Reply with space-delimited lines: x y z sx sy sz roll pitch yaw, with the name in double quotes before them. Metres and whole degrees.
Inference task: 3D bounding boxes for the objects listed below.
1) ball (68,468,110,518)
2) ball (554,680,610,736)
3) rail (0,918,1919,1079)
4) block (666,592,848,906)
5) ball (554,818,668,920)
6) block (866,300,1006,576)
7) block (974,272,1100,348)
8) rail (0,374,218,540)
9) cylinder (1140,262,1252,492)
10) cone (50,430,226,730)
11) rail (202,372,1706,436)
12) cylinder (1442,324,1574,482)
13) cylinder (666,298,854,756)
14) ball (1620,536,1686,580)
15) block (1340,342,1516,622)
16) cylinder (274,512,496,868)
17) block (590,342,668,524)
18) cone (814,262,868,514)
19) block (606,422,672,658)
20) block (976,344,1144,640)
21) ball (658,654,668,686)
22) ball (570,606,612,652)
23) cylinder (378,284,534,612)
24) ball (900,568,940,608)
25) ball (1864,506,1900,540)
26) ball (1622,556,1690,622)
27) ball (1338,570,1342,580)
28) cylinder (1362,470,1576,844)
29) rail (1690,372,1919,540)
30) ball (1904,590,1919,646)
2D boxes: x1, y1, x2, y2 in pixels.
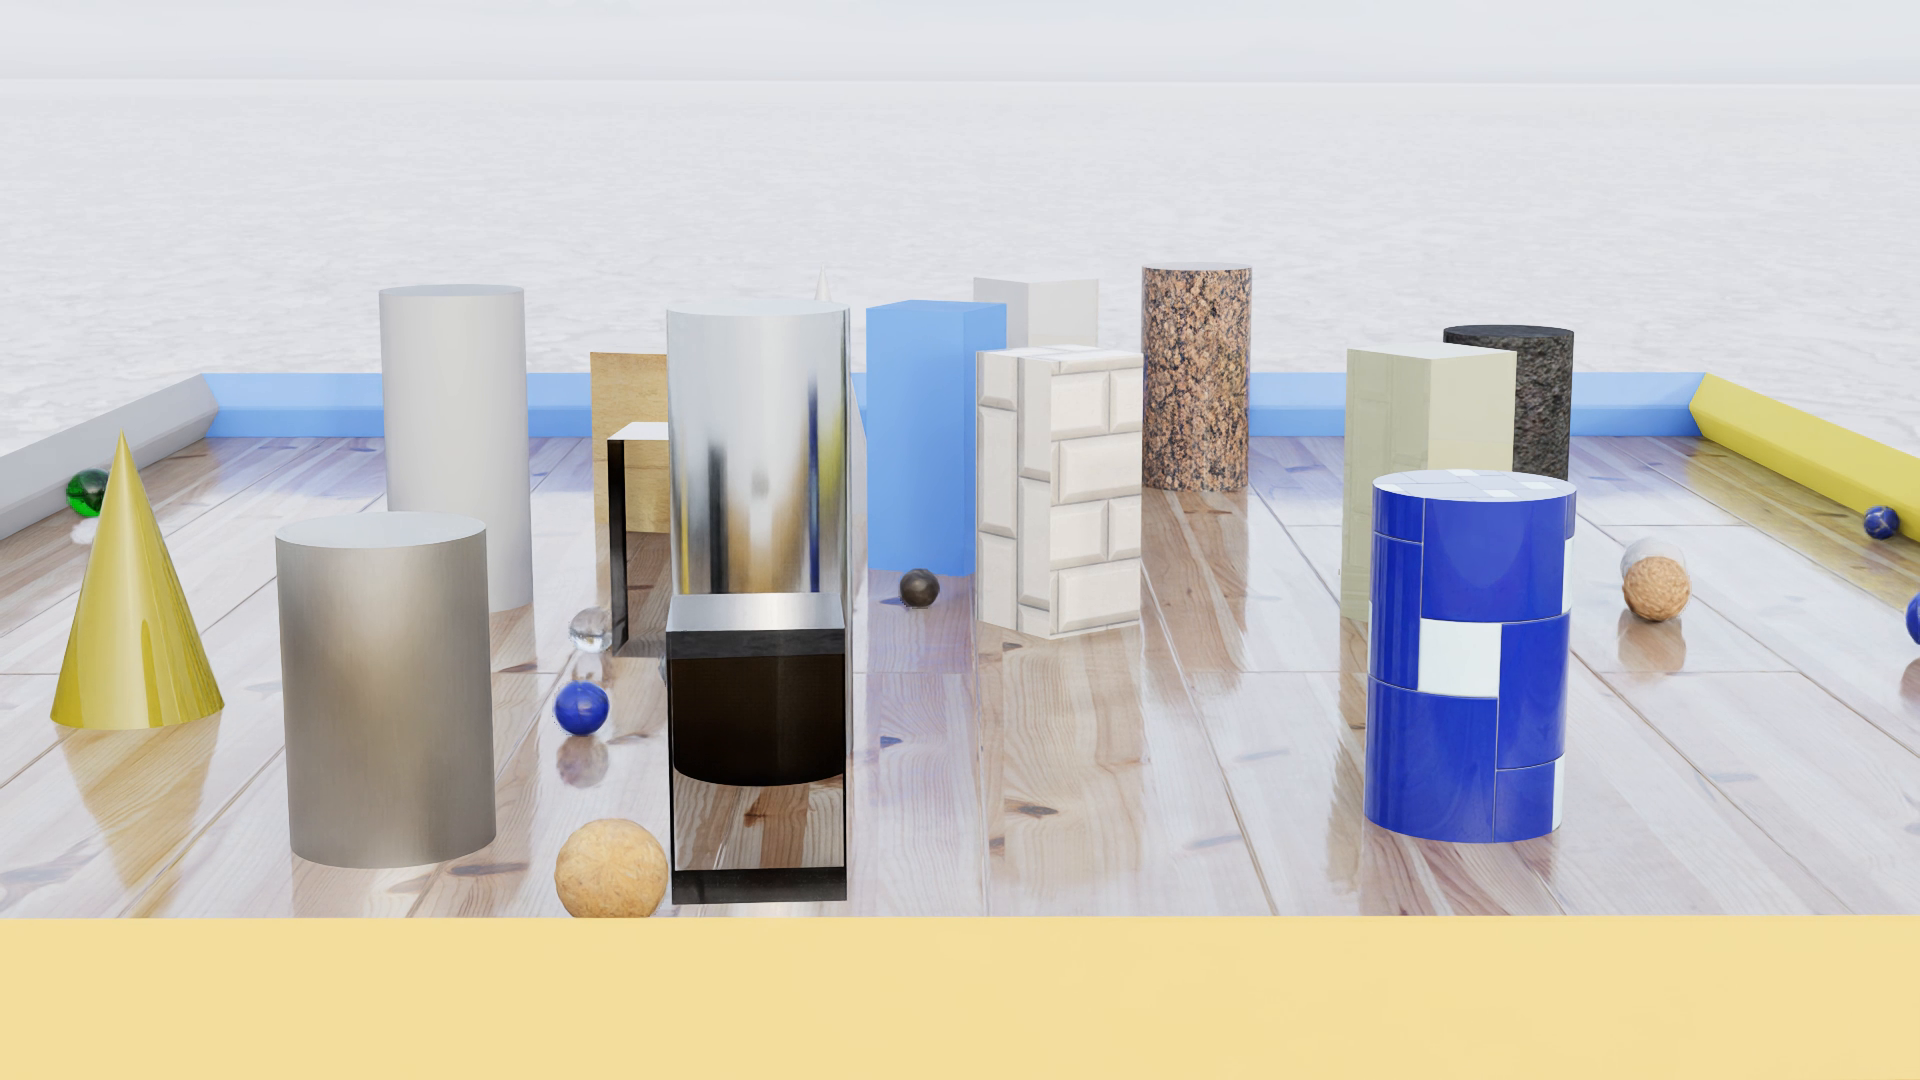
"ball" -1.404 -0.077 4.162 0.082 0.082 0.082 0 11 0
"ball" -0.415 0.184 2.815 0.061 0.061 0.061 0 11 0
"rail" 0.009 0.327 1.862 2.965 0.125 0.045 0 11 0
"block" -0.182 0.184 2.307 0.154 0.246 0.154 -1 11 -4
"ball" -0.296 0.284 2.179 0.096 0.096 0.096 0 11 0
"block" -0.033 -0.152 3.748 0.154 0.380 0.154 5 12 24
"block" 0.131 -0.273 4.442 0.154 0.363 0.154 -8 13 -36
"rail" -1.459 0.034 3.441 0.045 0.125 3.277 0 11 0
"cylinder" 0.410 -0.287 4.474 0.192 0.380 0.192 0 11 0
"cone" -0.939 0.033 2.903 0.192 0.324 0.192 0 11 0
"rail" -0.009 -0.263 5.037 2.965 0.125 0.045 0 11 0
"cylinder" 0.821 -0.150 3.871 0.192 0.331 0.192 0 11 0
"cylinder" -0.211 -0.010 2.721 0.192 0.475 0.192 0 11 0
"ball" 0.952 0.038 3.526 0.087 0.087 0.087 0 11 0
"block" 0.614 -0.072 3.374 0.154 0.358 0.154 -7 13 -34
"cylinder" -0.539 0.137 2.416 0.192 0.299 0.192 0 11 0
"block" -0.493 -0.173 4.144 0.154 0.275 0.154 3 11 14
"cone" -0.225 -0.257 4.237 0.192 0.407 0.192 0 11 0
"block" -0.349 -0.002 3.231 0.154 0.273 0.154 1 11 4
"block" 0.129 -0.068 3.356 0.154 0.357 0.154 -8 13 -37
"ball" -0.328 0.151 3.016 0.052 0.052 0.052 0 11 0
"ball" -0.459 0.112 3.207 0.058 0.058 0.058 0 11 0
"cylinder" -0.683 -0.126 3.484 0.192 0.426 0.192 0 11 0
"ball" -0.055 0.065 3.473 0.054 0.054 0.054 0 11 0
"ball" 1.425 -0.027 3.968 0.053 0.053 0.053 0 11 0
"ball" 0.919 0.064 3.388 0.086 0.086 0.086 0 11 0
"ball" 0.549 0.054 3.518 0.058 0.058 0.058 0 11 0
"cylinder" 0.493 0.108 2.490 0.192 0.328 0.192 0 11 0
"rail" 1.459 0.031 3.457 0.045 0.125 3.277 0 11 0
"ball" 1.226 0.097 3.203 0.089 0.089 0.089 0 11 0
